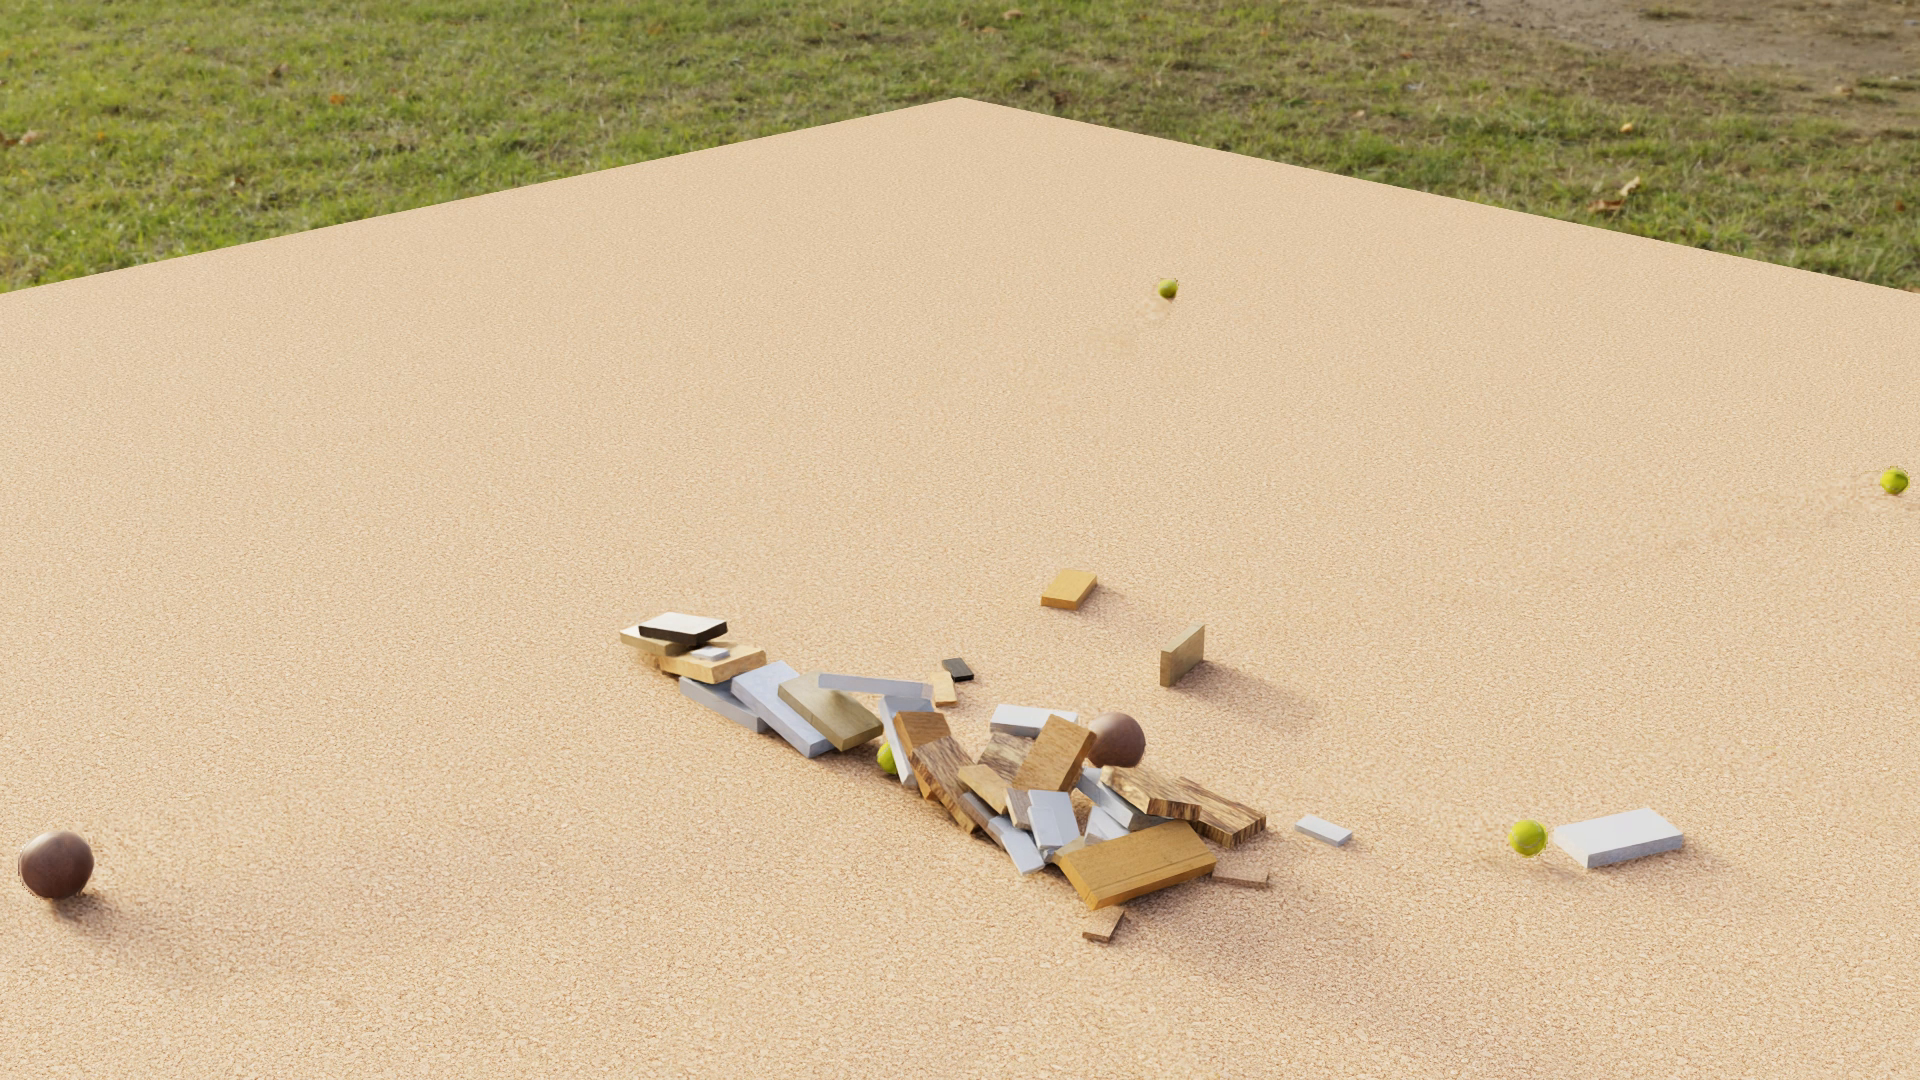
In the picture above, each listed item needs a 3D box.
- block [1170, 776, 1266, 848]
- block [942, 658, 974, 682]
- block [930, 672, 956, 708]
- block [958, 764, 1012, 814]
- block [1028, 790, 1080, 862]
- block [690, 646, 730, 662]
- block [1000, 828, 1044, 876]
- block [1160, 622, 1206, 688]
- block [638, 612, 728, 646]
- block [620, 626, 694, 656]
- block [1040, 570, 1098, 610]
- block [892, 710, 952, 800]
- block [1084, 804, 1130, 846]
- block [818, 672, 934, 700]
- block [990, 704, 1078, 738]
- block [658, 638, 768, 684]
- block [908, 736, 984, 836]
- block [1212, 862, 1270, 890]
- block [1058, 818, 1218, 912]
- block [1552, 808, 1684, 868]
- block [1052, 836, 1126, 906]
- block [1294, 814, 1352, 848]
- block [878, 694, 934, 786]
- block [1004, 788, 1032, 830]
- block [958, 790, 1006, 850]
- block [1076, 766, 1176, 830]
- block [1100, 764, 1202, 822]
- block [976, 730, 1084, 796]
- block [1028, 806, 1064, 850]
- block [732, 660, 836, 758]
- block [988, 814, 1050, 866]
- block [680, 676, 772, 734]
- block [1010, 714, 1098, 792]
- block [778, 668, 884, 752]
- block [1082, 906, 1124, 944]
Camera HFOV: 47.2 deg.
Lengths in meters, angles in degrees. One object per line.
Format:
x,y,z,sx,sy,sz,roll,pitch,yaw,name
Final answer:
0.494,0.547,4.430,0.111,0.031,0.222,-21,31,-40,block
-0.005,0.297,5.043,0.047,0.013,0.094,-7,24,-17,block
-0.039,0.336,4.952,0.047,0.013,0.147,-2,23,-5,block
0.066,0.496,4.383,0.070,0.020,0.139,-2,30,-44,block
0.188,0.562,4.313,0.083,0.023,0.166,7,40,-20,block
-0.556,0.254,4.904,0.047,0.013,0.094,-19,14,-34,block
0.121,0.603,4.253,0.049,0.014,0.097,-19,48,-16,block
0.509,0.262,5.030,0.025,0.089,0.177,13,26,29,block
-0.635,0.203,5.034,0.194,0.028,0.097,6,21,40,block
-0.693,0.226,5.080,0.097,0.028,0.194,-20,20,-36,block
0.271,0.122,5.440,0.089,0.025,0.177,8,24,19,block
-0.054,0.444,4.529,0.107,0.030,0.214,5,42,-31,block
0.290,0.571,4.309,0.083,0.023,0.166,23,13,2,block
-0.179,0.313,4.689,0.225,0.032,0.112,5,-5,11,block
0.161,0.398,4.792,0.177,0.025,0.089,5,24,12,block
-0.560,0.270,4.960,0.136,0.039,0.272,-18,14,-31,block
0.000,0.493,4.441,0.107,0.030,0.214,-16,53,-38,block
0.539,0.644,4.224,0.103,0.015,0.051,6,24,14,block
0.341,0.614,4.182,0.302,0.033,0.115,-11,49,-36,block
1.298,0.587,4.337,0.222,0.031,0.111,-8,24,-19,block
0.266,0.631,4.201,0.166,0.023,0.083,31,36,31,block
0.723,0.579,4.377,0.103,0.015,0.051,19,30,38,block
-0.091,0.420,4.590,0.113,0.032,0.225,9,39,-27,block
0.119,0.528,4.317,0.049,0.014,0.097,15,32,-25,block
0.068,0.549,4.369,0.070,0.020,0.139,-22,56,-42,block
0.323,0.522,4.435,0.115,0.033,0.230,12,13,-35,block
0.378,0.501,4.368,0.115,0.033,0.230,11,7,-21,block
0.137,0.476,4.505,0.222,0.031,0.111,19,75,39,block
0.166,0.561,4.273,0.049,0.014,0.097,6,40,-21,block
-0.359,0.365,4.774,0.136,0.039,0.272,-19,42,-39,block
0.128,0.585,4.308,0.070,0.020,0.139,-20,46,-40,block
-0.487,0.346,4.897,0.136,0.039,0.272,-21,31,-40,block
0.179,0.466,4.442,0.107,0.030,0.214,21,75,40,block
-0.279,0.364,4.732,0.113,0.032,0.225,-19,42,-38,block
0.266,0.709,4.071,0.051,0.015,0.103,8,24,19,block
